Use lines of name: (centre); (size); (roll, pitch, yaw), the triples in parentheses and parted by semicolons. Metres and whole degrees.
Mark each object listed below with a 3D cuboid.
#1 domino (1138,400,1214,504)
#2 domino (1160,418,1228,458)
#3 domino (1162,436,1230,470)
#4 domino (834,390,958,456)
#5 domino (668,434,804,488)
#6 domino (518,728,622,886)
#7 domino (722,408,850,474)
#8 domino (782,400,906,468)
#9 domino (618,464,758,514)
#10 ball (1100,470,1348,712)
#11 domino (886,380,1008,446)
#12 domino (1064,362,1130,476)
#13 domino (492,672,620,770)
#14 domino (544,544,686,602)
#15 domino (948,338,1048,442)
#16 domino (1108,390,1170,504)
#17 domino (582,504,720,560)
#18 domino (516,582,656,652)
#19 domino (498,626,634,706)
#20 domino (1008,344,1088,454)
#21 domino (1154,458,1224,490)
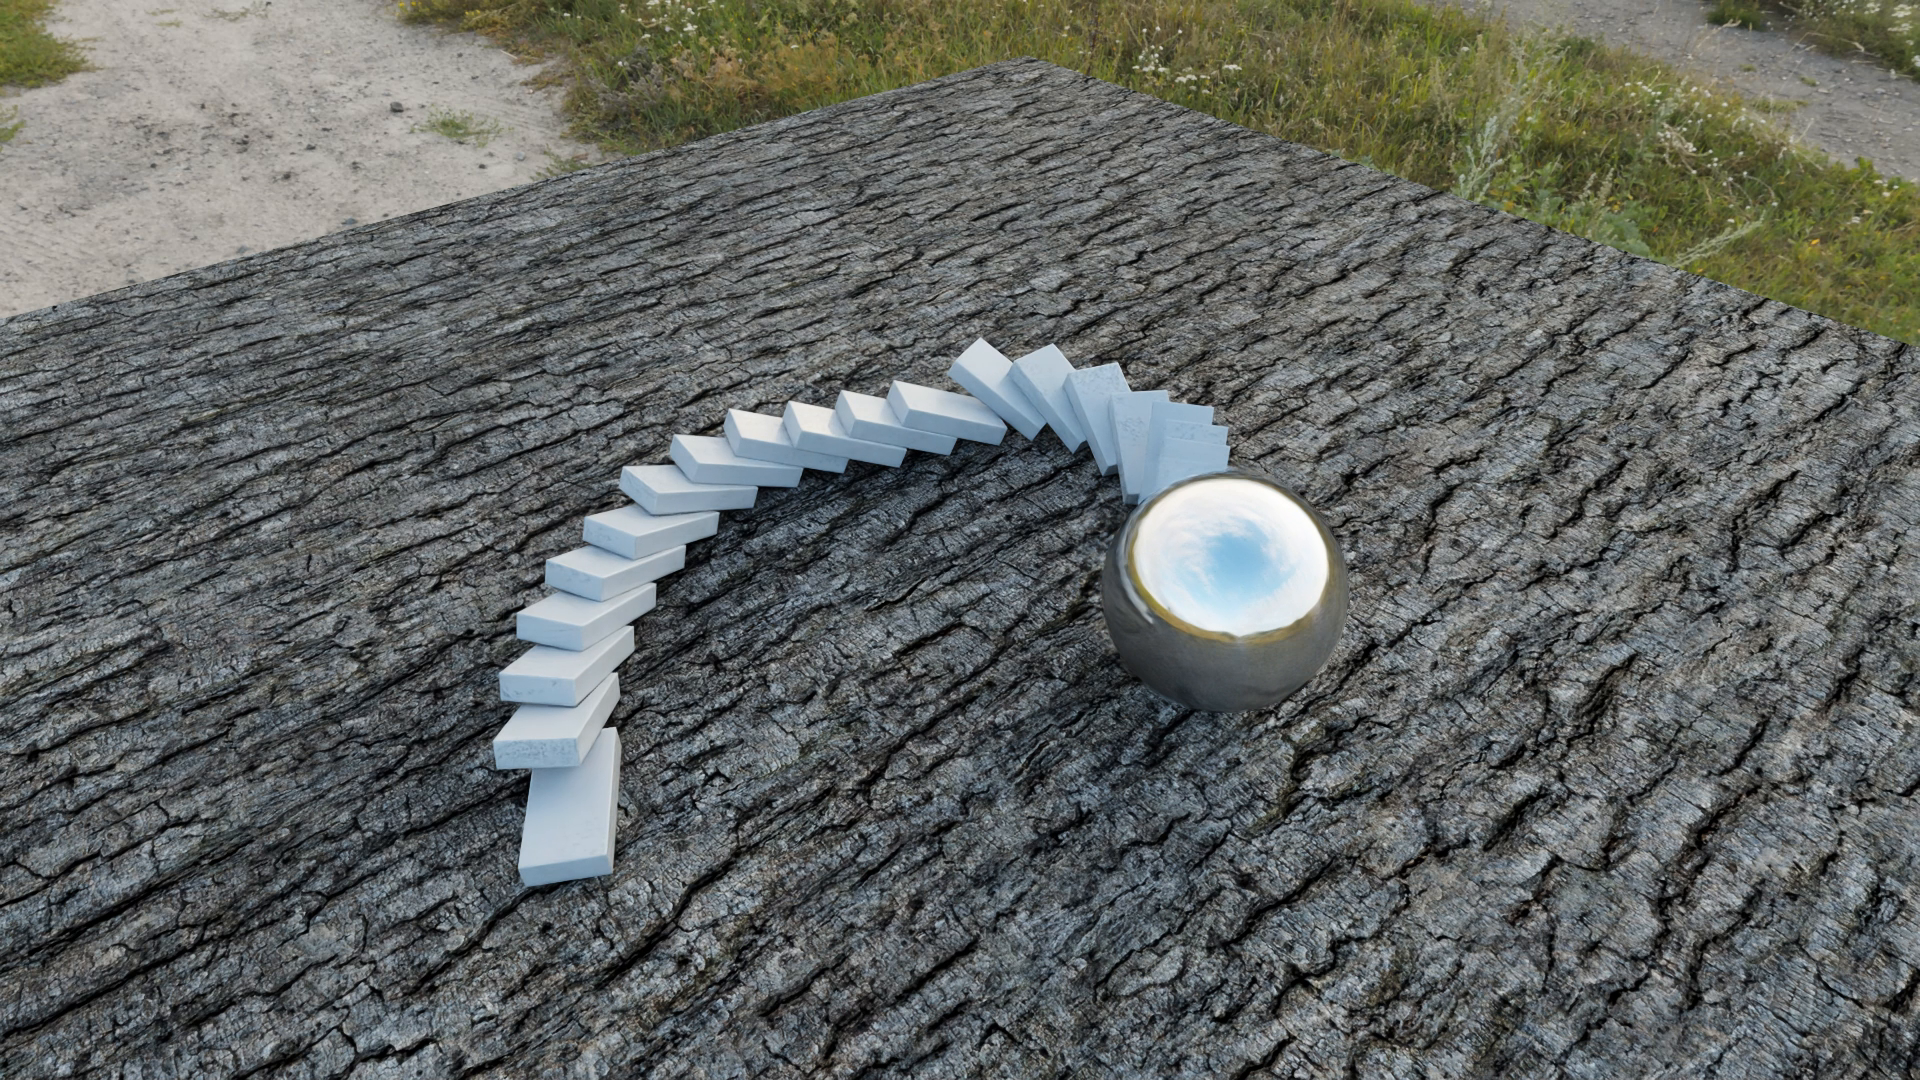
domino: (0.089, -0.031, 0.456); (0.025, 0.010, 0.050); (8, 85, 9)
domino: (0.092, -0.022, 0.444); (0.025, 0.010, 0.050); (9, 85, 10)
domino: (0.090, -0.014, 0.434); (0.025, 0.009, 0.050); (10, 85, 10)
domino: (-0.029, -0.052, 0.492); (0.050, 0.010, 0.025); (8, 33, -29)
domino: (-0.095, -0.033, 0.468); (0.050, 0.009, 0.025); (0, 32, -41)
domino: (-0.121, 0.082, 0.343); (0.025, 0.010, 0.050); (-7, 40, -8)
domino: (-0.076, -0.043, 0.480); (0.050, 0.010, 0.025); (7, 31, -31)
domino: (-0.051, -0.047, 0.485); (0.050, 0.010, 0.025); (8, 33, -29)
domino: (-0.111, -0.022, 0.454); (0.025, 0.010, 0.050); (32, 24, 33)
ball: (0.087, 0.017, 0.367); (0.080, 0.080, 0.080); (0, 39, 0)
domino: (-0.006, -0.057, 0.499); (0.050, 0.010, 0.025); (8, 33, -29)
domino: (0.067, -0.054, 0.494); (0.025, 0.009, 0.050); (-13, 67, -16)
domino: (-0.130, 0.058, 0.358); (0.025, 0.010, 0.050); (-2, 16, -2)
domino: (-0.130, 0.009, 0.417); (0.025, 0.009, 0.050); (15, 18, 18)
domino: (0.021, -0.070, 0.512); (0.050, 0.009, 0.025); (39, 47, 2)
domino: (0.081, -0.041, 0.476); (0.025, 0.009, 0.050); (-3, 65, -4)
domino: (-0.121, -0.006, 0.435); (0.025, 0.010, 0.050); (18, 19, 21)
domino: (-0.134, 0.025, 0.397); (0.025, 0.009, 0.050); (10, 17, 12)
domino: (-0.133, 0.042, 0.377); (0.025, 0.010, 0.050); (4, 16, 5)
domino: (0.047, -0.066, 0.507); (0.025, 0.010, 0.050); (-28, 73, -30)
domino: (0.086, -0.005, 0.424); (0.025, 0.010, 0.050); (8, 85, 10)
